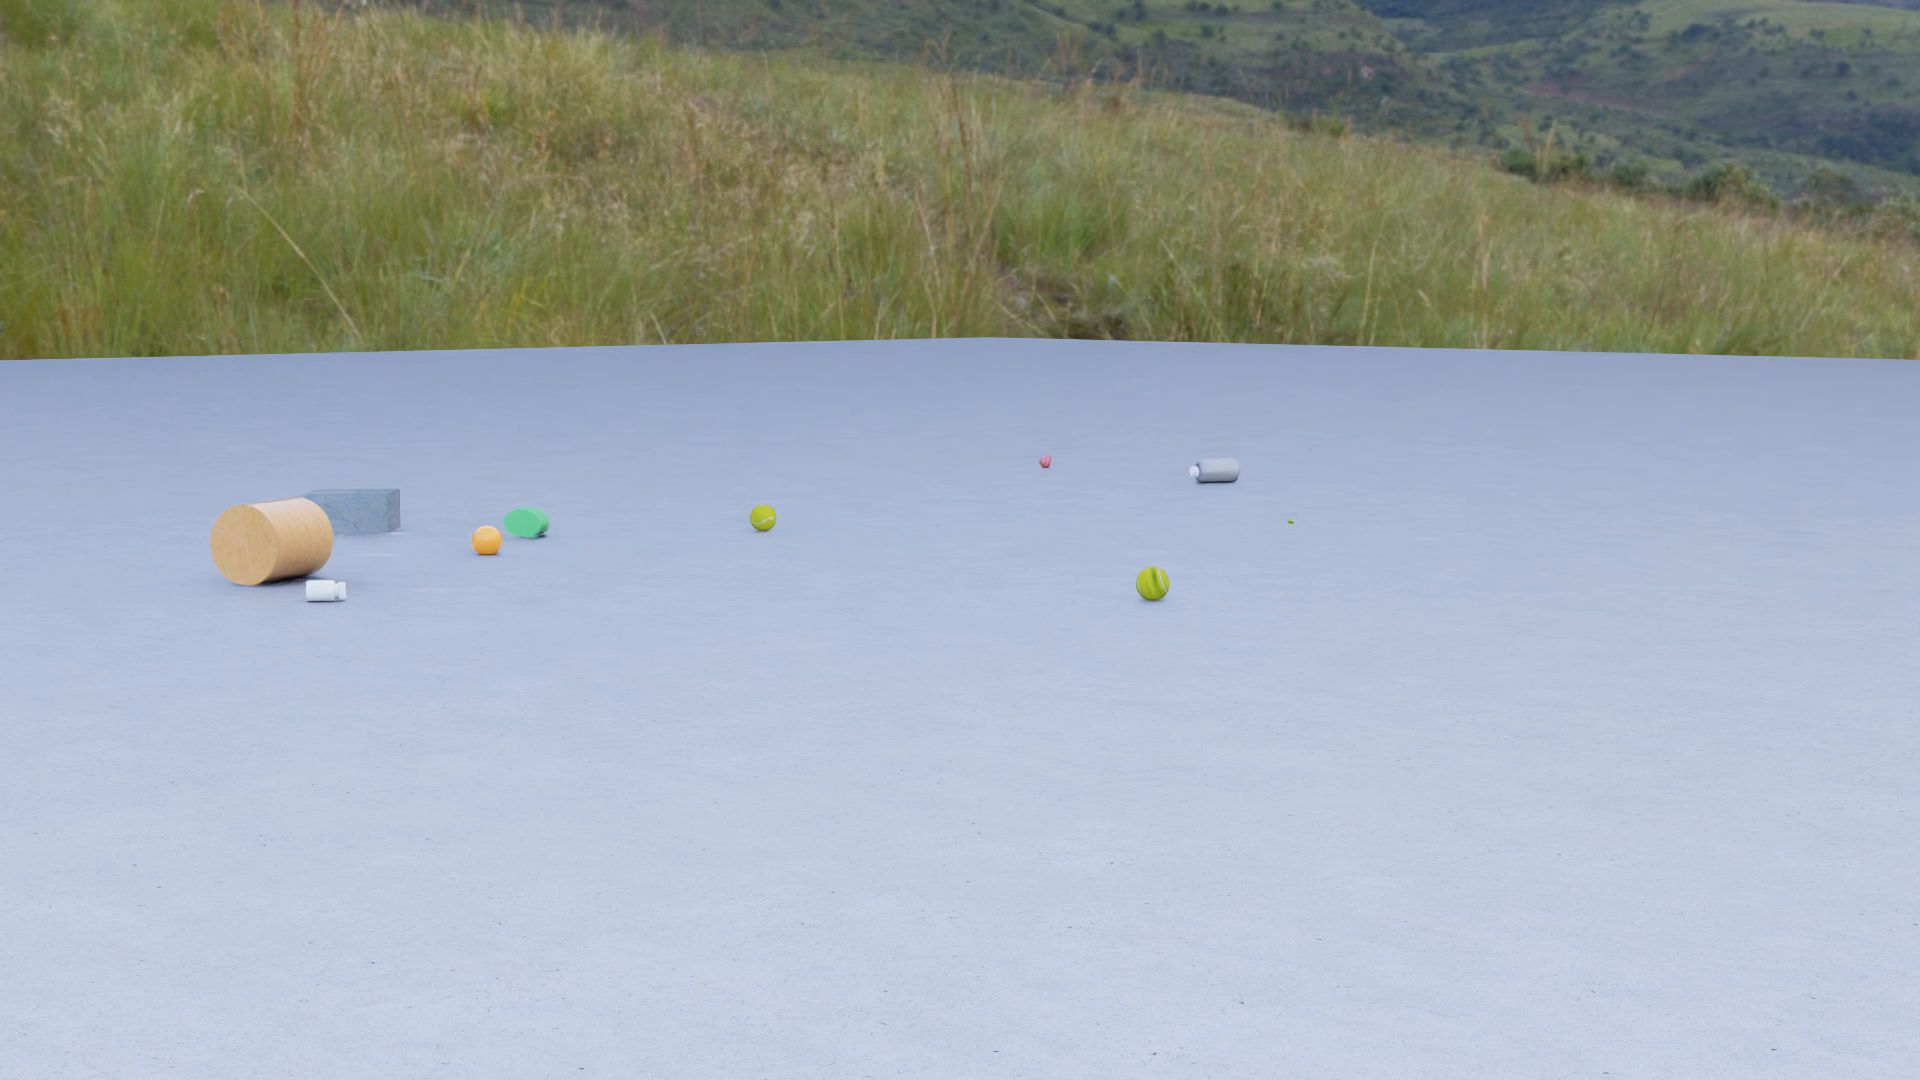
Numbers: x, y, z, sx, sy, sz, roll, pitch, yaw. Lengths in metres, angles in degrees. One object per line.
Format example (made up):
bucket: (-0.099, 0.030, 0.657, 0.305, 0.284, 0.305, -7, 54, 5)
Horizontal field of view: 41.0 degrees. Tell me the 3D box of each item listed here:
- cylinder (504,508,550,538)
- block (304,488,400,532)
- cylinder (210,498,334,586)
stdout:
cylinder: (-1.096, -0.044, 6.495, 0.096, 0.070, 0.073, 10, 7, 8)
block: (-1.576, -0.076, 6.664, 0.211, 0.100, 0.155, 0, 6, 0)
cylinder: (-1.486, 0.002, 5.545, 0.172, 0.173, 0.198, -8, 3, 22)
